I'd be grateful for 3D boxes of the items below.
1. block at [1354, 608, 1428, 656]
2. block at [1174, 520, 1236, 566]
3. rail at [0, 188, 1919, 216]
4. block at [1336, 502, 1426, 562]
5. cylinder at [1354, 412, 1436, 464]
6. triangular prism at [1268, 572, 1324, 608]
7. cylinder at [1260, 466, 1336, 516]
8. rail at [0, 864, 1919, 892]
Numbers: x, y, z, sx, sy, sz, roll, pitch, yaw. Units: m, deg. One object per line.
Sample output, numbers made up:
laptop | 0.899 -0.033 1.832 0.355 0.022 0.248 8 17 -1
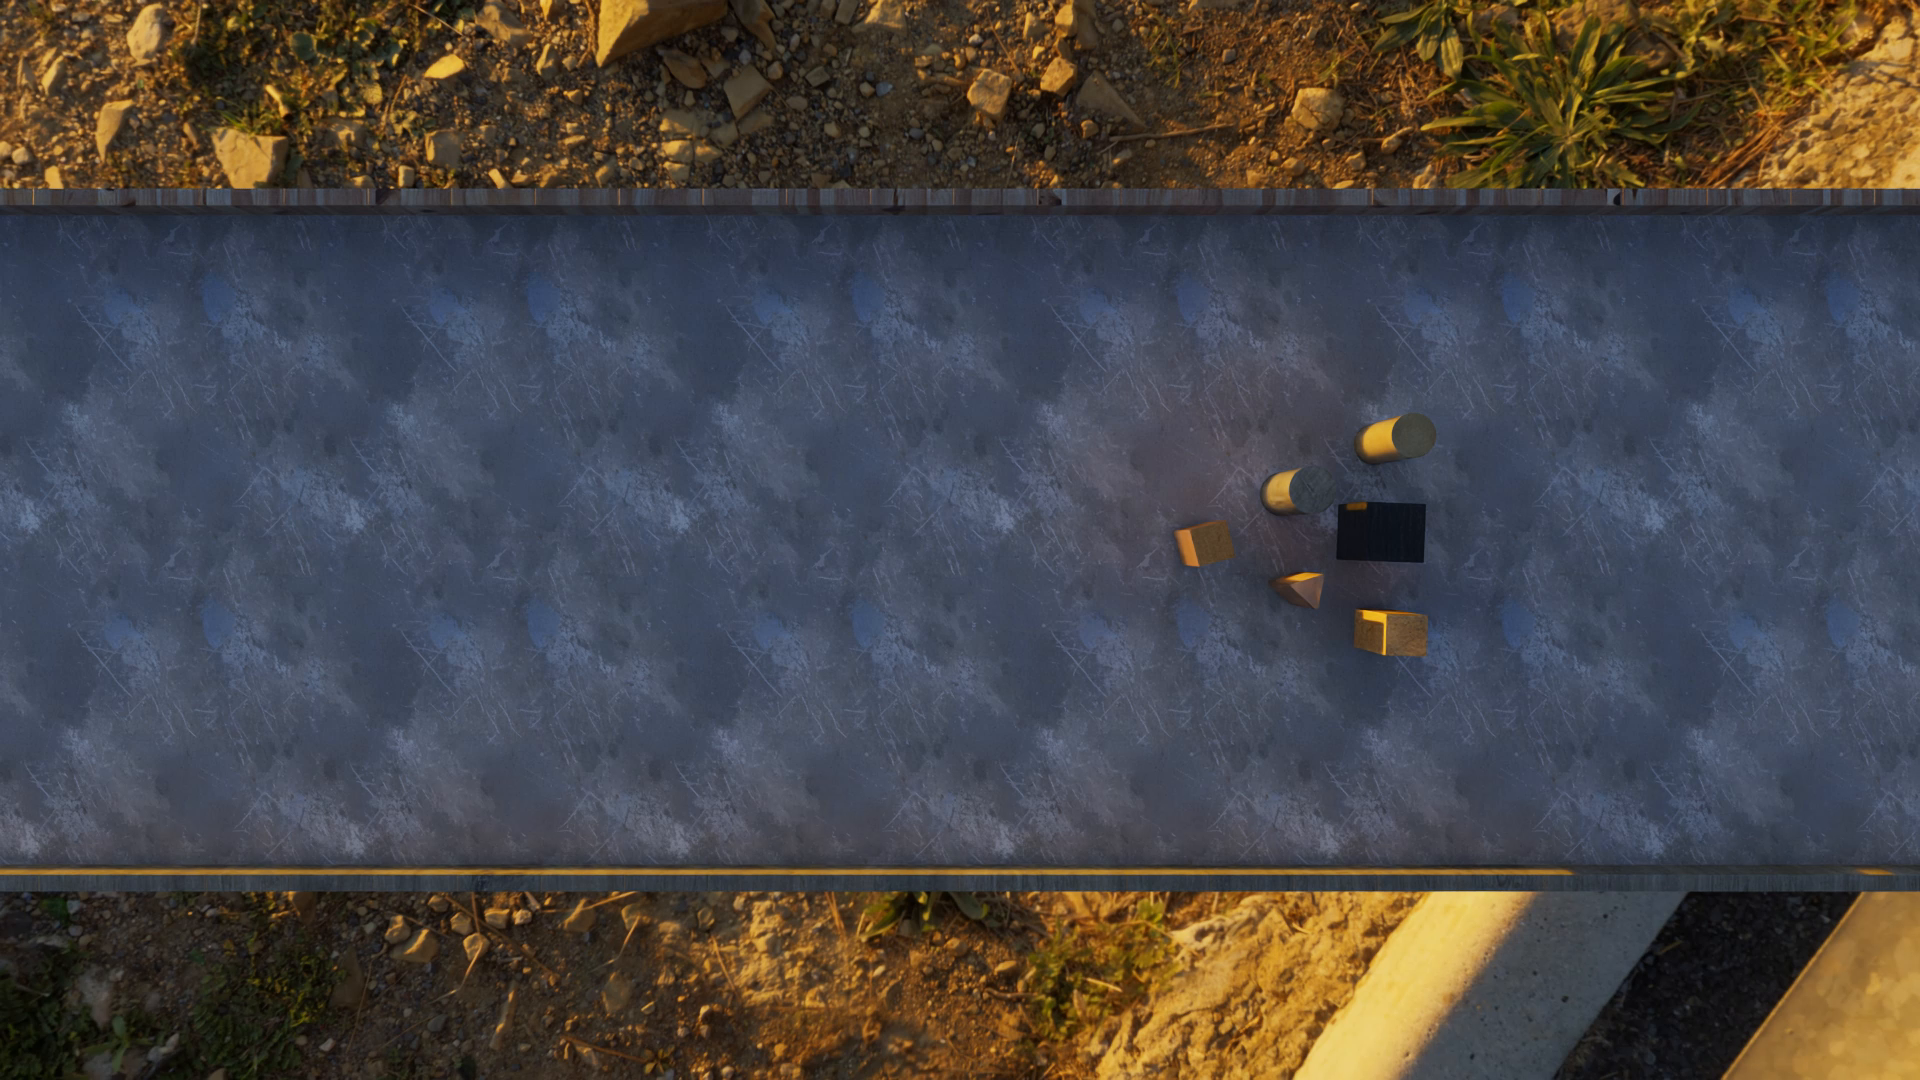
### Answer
block | 1.273 0.272 4.889 0.118 0.376 0.118 2 90 0
block | 0.723 0.010 4.897 0.108 0.359 0.108 -15 90 0
rail | -2.247 -1.025 5.002 12.000 0.150 0.050 0 90 0
block | 1.246 -0.022 4.899 0.169 0.356 0.169 2 90 0
cylinder | 1.275 -0.294 4.855 0.127 0.443 0.127 0 90 0
triangular prism | 1.013 0.131 4.897 0.101 0.358 0.087 42 90 0
cylinder | 0.991 -0.141 4.853 0.135 0.447 0.135 0 90 0
rail | -2.247 1.025 5.001 12.000 0.150 0.050 0 90 0
